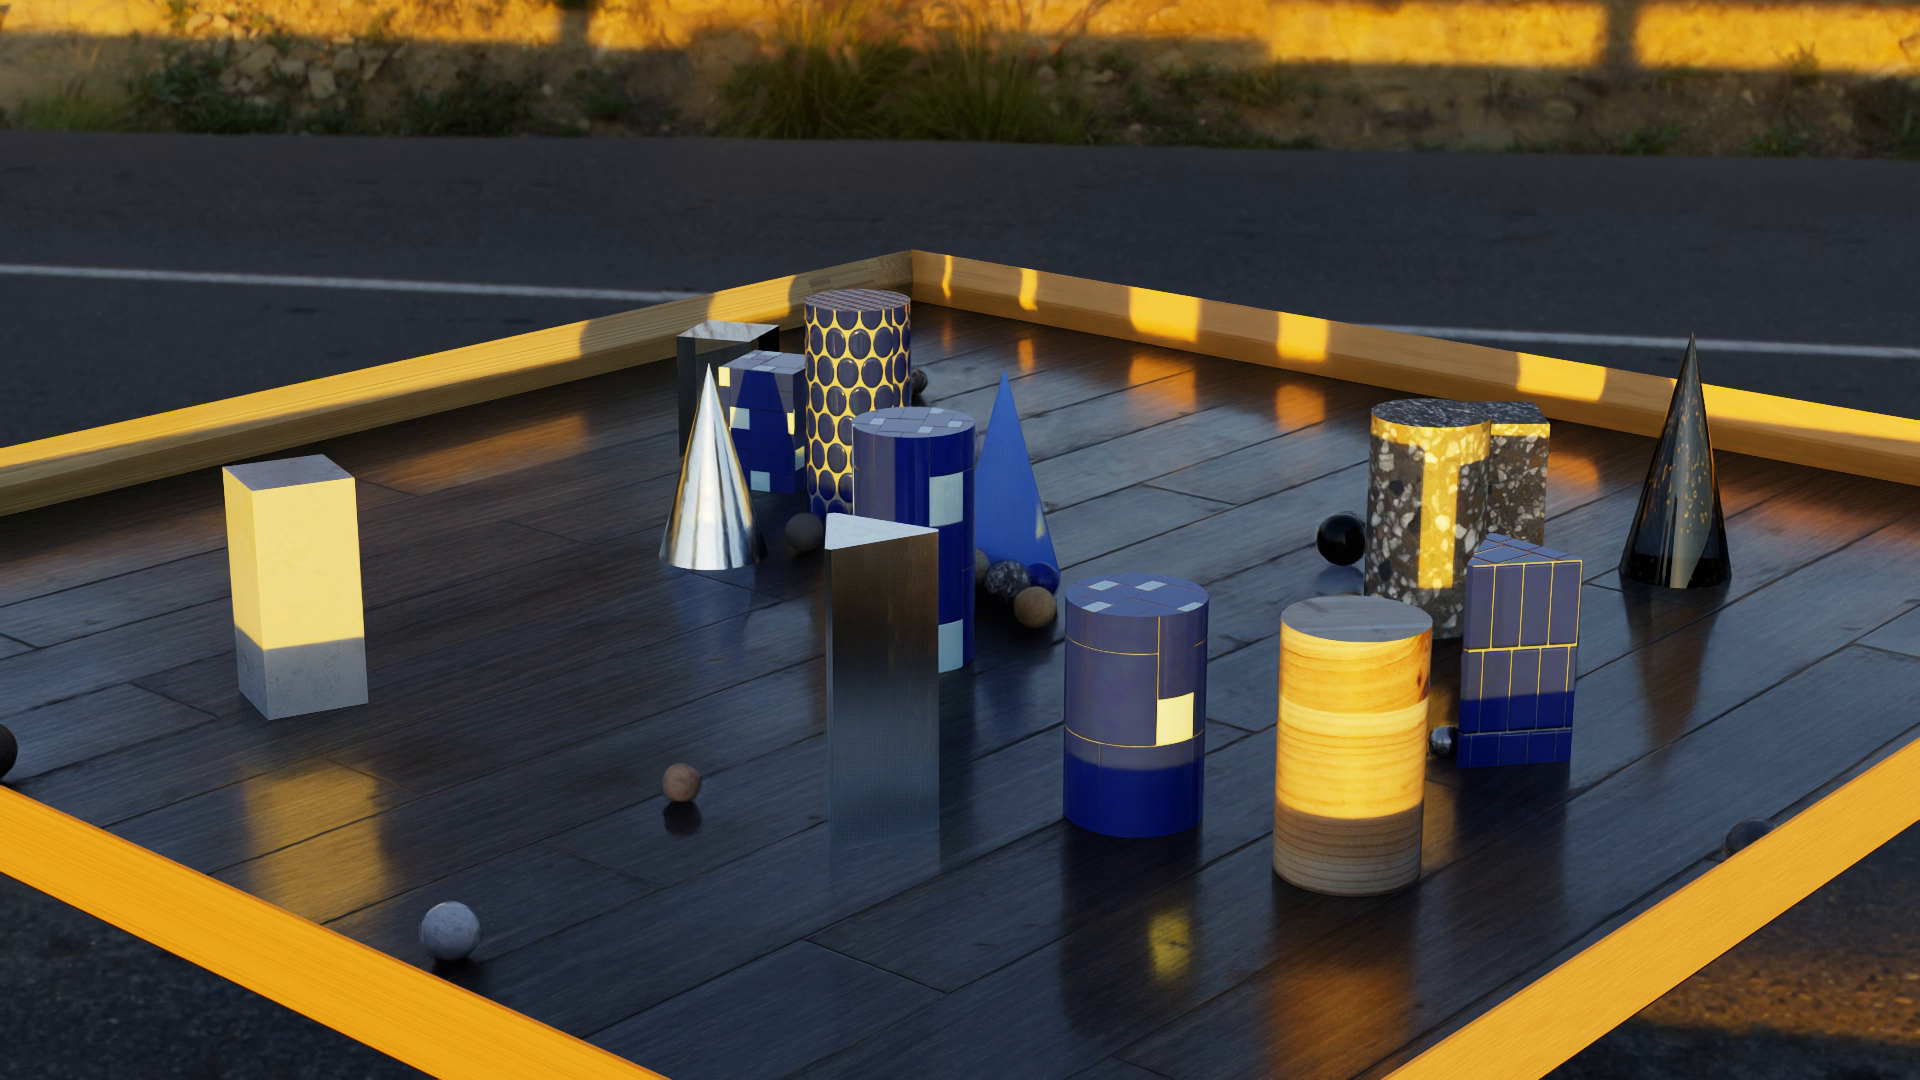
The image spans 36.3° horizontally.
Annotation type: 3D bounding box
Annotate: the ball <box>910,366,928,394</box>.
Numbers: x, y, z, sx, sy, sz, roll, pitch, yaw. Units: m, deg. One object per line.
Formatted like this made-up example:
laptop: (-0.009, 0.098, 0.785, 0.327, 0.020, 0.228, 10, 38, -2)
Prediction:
ball: (-0.104, -0.354, 6.525, 0.062, 0.062, 0.062, 0, 17, 0)

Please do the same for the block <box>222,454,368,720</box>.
block: (-1.038, 0.071, 4.582, 0.160, 0.367, 0.160, -9, 19, -28)

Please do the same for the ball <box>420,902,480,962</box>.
ball: (-0.641, 0.492, 3.691, 0.075, 0.075, 0.075, 0, 17, 0)

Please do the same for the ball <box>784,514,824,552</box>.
ball: (-0.286, -0.013, 5.379, 0.071, 0.071, 0.071, 0, 17, 0)

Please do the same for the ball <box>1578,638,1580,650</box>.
ball: (0.966, 0.168, 4.761, 0.079, 0.079, 0.079, 0, 17, 0)

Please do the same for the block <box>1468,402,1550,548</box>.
block: (0.931, -0.070, 5.140, 0.160, 0.316, 0.160, 0, 17, 1)

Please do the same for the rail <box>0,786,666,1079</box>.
rail: (-1.150, 0.415, 3.851, 3.414, 0.130, 0.045, 14, 22, 39)

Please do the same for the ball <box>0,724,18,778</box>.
ball: (-1.423, 0.308, 4.274, 0.092, 0.092, 0.092, 0, 17, 0)

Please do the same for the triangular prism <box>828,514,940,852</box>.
triangular prism: (-0.141, 0.190, 4.072, 0.173, 0.435, 0.150, -10, 19, -30)

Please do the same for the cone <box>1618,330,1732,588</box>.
cone: (1.285, -0.156, 5.204, 0.200, 0.445, 0.200, 0, 17, 0)

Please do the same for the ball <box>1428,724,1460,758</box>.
ball: (0.723, 0.300, 4.372, 0.050, 0.050, 0.050, 0, 17, 0)

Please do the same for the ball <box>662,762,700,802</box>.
ball: (-0.400, 0.348, 4.204, 0.056, 0.056, 0.056, 0, 17, 0)

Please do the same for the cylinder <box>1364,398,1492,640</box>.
cylinder: (0.787, -0.038, 4.949, 0.200, 0.365, 0.200, 0, 17, 0)

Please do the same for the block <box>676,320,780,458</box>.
block: (-0.474, -0.305, 6.026, 0.160, 0.256, 0.160, 6, 18, 18)

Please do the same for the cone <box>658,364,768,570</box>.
cone: (-0.452, -0.147, 5.322, 0.200, 0.359, 0.200, 0, 17, 0)

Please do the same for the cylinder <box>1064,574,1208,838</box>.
cylinder: (0.246, 0.231, 4.129, 0.200, 0.323, 0.200, 0, 17, 0)

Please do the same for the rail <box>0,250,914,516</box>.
rail: (-1.271, -0.286, 6.176, 0.045, 0.130, 3.557, 14, 22, 39)

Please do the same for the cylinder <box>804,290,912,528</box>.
cylinder: (-0.192, -0.248, 5.553, 0.200, 0.420, 0.200, 0, 17, 0)

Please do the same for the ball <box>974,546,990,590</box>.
ball: (0.012, 0.050, 5.151, 0.081, 0.081, 0.081, 0, 17, 0)

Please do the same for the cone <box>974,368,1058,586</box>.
cone: (0.079, -0.125, 5.219, 0.200, 0.375, 0.200, 0, 17, 0)

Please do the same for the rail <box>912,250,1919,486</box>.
rail: (1.150, -0.349, 6.388, 3.414, 0.130, 0.045, 14, 22, 39)

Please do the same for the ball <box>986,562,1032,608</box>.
ball: (0.084, 0.077, 5.066, 0.078, 0.078, 0.078, 0, 17, 0)

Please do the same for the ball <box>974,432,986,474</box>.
ball: (0.061, -0.168, 5.852, 0.094, 0.094, 0.094, 0, 17, 0)

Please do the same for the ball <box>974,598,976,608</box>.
ball: (0.005, 0.107, 5.022, 0.045, 0.045, 0.045, 0, 17, 0)

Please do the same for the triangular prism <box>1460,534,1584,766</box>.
triangular prism: (0.812, 0.161, 4.380, 0.173, 0.313, 0.150, -3, 17, -9)

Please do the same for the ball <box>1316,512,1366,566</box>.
ball: (0.692, -0.001, 5.295, 0.095, 0.095, 0.095, 0, 17, 0)

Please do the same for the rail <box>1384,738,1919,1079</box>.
rail: (1.271, 0.351, 4.063, 0.045, 0.130, 3.557, 14, 22, 39)

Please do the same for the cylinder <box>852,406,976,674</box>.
cylinder: (-0.075, 0.000, 4.770, 0.200, 0.396, 0.200, 0, 17, 0)

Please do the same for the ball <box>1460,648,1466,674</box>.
ball: (0.842, 0.195, 4.644, 0.095, 0.095, 0.095, 0, 17, 0)

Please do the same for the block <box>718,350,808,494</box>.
block: (-0.368, -0.235, 5.818, 0.160, 0.242, 0.160, 7, 18, 21)

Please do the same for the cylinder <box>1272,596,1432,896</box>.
cylinder: (0.525, 0.274, 3.930, 0.200, 0.355, 0.200, 0, 17, 0)

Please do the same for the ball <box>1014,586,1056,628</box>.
ball: (0.126, 0.114, 4.954, 0.072, 0.072, 0.072, 0, 17, 0)

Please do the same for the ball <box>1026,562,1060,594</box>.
ball: (0.140, 0.070, 5.110, 0.065, 0.065, 0.065, 0, 17, 0)

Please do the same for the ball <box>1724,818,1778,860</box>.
ball: (1.069, 0.415, 3.936, 0.082, 0.082, 0.082, 0, 17, 0)
